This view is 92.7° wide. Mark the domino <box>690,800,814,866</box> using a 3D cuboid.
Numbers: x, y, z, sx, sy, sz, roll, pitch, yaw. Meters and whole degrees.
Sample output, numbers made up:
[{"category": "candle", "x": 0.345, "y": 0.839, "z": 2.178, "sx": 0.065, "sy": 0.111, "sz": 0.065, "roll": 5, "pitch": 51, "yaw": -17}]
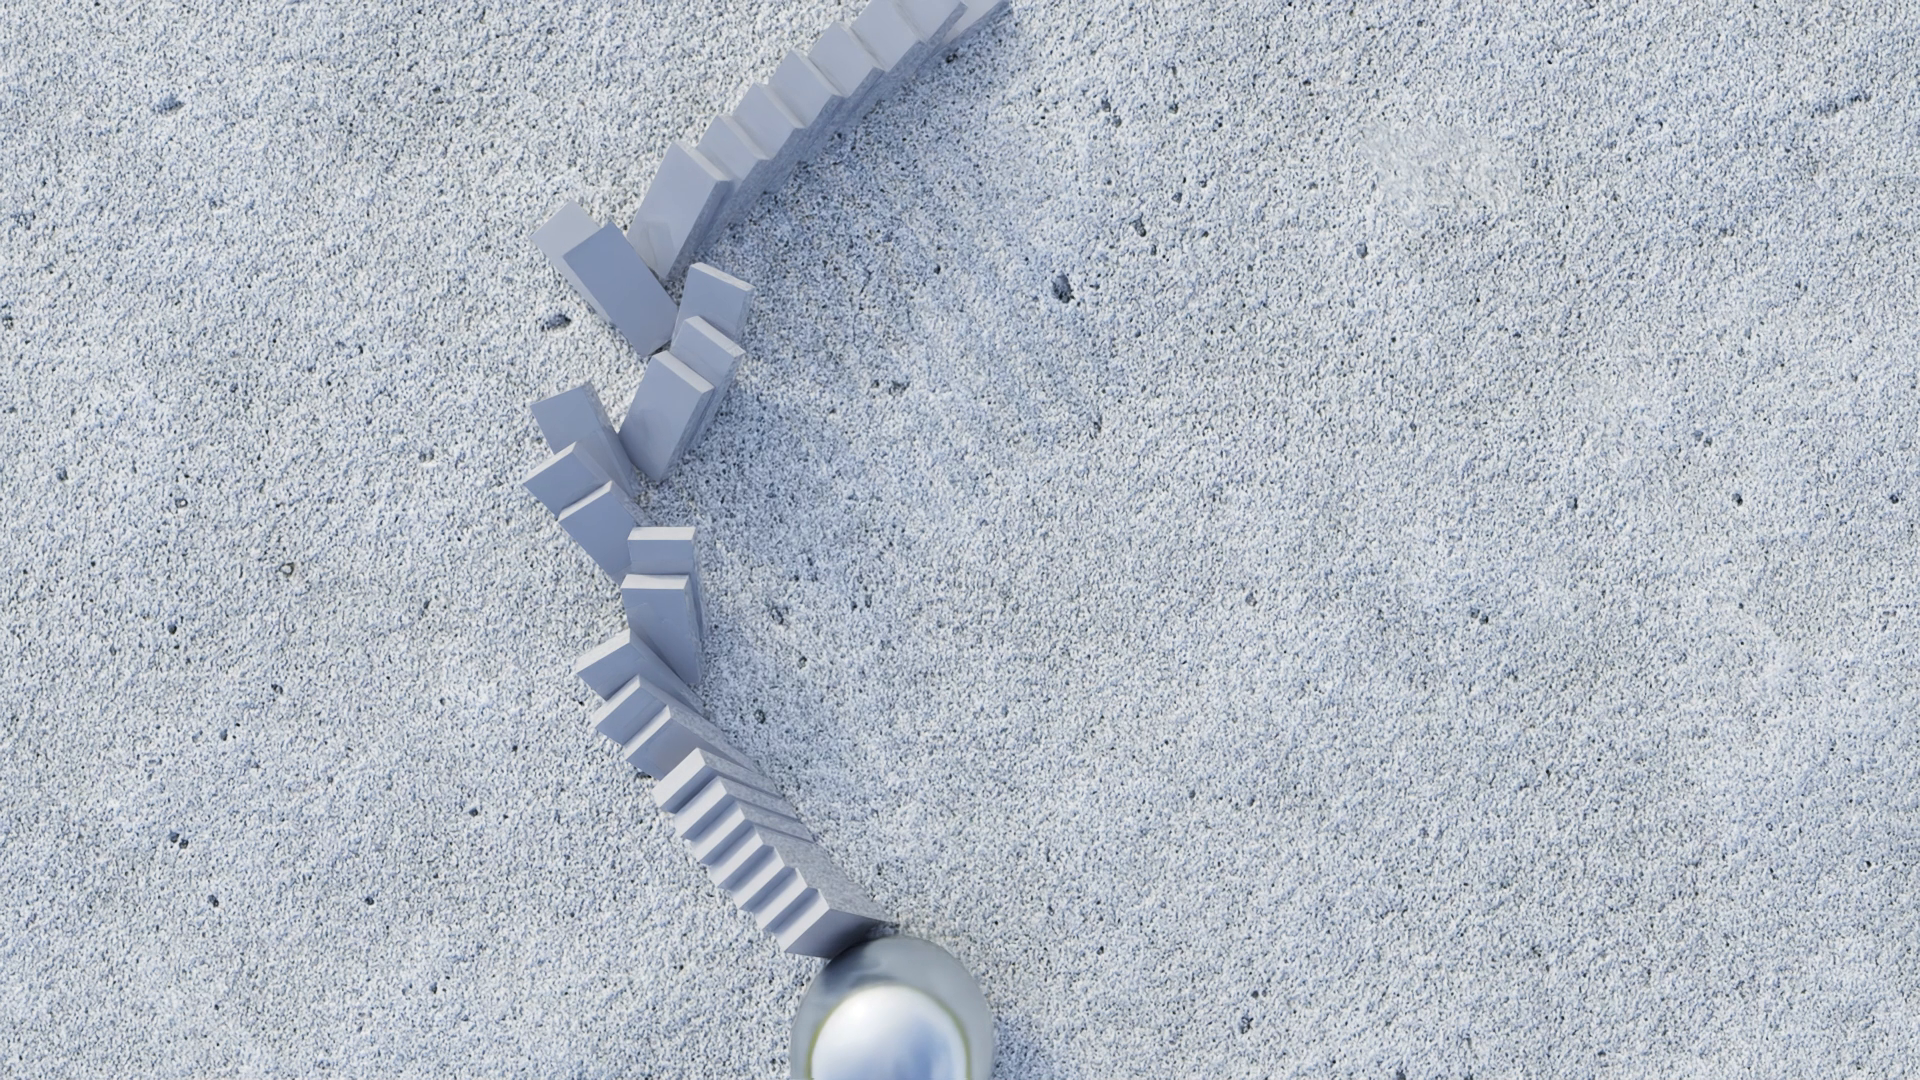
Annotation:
[{"category": "domino", "x": -0.085, "y": 0.125, "z": 0.377, "sx": 0.025, "sy": 0.050, "sz": 0.010, "roll": -43, "pitch": 53, "yaw": 0}]

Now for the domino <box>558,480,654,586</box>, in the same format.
[{"category": "domino", "x": -0.139, "y": 0.002, "z": 0.382, "sx": 0.025, "sy": 0.010, "sz": 0.050, "roll": -30, "pitch": 122, "yaw": 4}]

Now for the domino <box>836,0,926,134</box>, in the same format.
[{"category": "domino", "x": -0.041, "y": -0.199, "z": 0.384, "sx": 0.050, "sy": 0.009, "sz": 0.025, "roll": -37, "pitch": 91, "yaw": 27}]

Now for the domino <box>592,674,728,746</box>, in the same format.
[{"category": "domino", "x": -0.124, "y": 0.079, "z": 0.382, "sx": 0.025, "sy": 0.010, "sz": 0.050, "roll": -42, "pitch": 124, "yaw": 1}]

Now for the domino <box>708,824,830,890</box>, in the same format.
[{"category": "domino", "x": -0.077, "y": 0.134, "z": 0.377, "sx": 0.025, "sy": 0.050, "sz": 0.010, "roll": -43, "pitch": 53, "yaw": 0}]

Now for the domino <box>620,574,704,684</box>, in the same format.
[{"category": "domino", "x": -0.123, "y": 0.038, "z": 0.382, "sx": 0.025, "sy": 0.009, "sz": 0.050, "roll": 1, "pitch": 123, "yaw": -1}]

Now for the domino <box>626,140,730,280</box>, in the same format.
[{"category": "domino", "x": -0.119, "y": -0.137, "z": 0.383, "sx": 0.025, "sy": 0.009, "sz": 0.050, "roll": 42, "pitch": 119, "yaw": 3}]

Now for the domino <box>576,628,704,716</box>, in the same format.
[{"category": "domino", "x": -0.132, "y": 0.062, "z": 0.381, "sx": 0.025, "sy": 0.010, "sz": 0.050, "roll": -30, "pitch": 125, "yaw": 2}]

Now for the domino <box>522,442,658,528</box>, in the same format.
[{"category": "domino", "x": -0.153, "y": -0.014, "z": 0.381, "sx": 0.025, "sy": 0.009, "sz": 0.050, "roll": -30, "pitch": 122, "yaw": 8}]

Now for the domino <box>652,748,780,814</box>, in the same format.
[{"category": "domino", "x": -0.100, "y": 0.105, "z": 0.378, "sx": 0.025, "sy": 0.050, "sz": 0.009, "roll": -43, "pitch": 50, "yaw": 0}]

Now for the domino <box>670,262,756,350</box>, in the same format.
[{"category": "domino", "x": -0.105, "y": -0.087, "z": 0.384, "sx": 0.025, "sy": 0.009, "sz": 0.050, "roll": 24, "pitch": 118, "yaw": 0}]

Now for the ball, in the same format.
[{"category": "ball", "x": -0.026, "y": 0.199, "z": 0.360, "sx": 0.080, "sy": 0.080, "sz": 0.080, "roll": 0, "pitch": 90, "yaw": 0}]

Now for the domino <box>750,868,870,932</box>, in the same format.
[{"category": "domino", "x": -0.060, "y": 0.151, "z": 0.377, "sx": 0.025, "sy": 0.050, "sz": 0.009, "roll": -43, "pitch": 53, "yaw": 0}]

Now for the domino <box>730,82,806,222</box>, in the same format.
[{"category": "domino", "x": -0.089, "y": -0.162, "z": 0.384, "sx": 0.025, "sy": 0.010, "sz": 0.050, "roll": 48, "pitch": 119, "yaw": 0}]

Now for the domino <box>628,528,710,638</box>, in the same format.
[{"category": "domino", "x": -0.121, "y": 0.018, "z": 0.382, "sx": 0.025, "sy": 0.010, "sz": 0.050, "roll": 0, "pitch": 123, "yaw": -4}]

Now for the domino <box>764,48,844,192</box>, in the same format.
[{"category": "domino", "x": -0.074, "y": -0.175, "z": 0.384, "sx": 0.025, "sy": 0.010, "sz": 0.050, "roll": 48, "pitch": 119, "yaw": 0}]

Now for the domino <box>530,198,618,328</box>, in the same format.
[{"category": "domino", "x": -0.158, "y": -0.119, "z": 0.395, "sx": 0.025, "sy": 0.010, "sz": 0.050, "roll": -42, "pitch": 90, "yaw": 0}]

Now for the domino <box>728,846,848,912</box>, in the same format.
[{"category": "domino", "x": -0.069, "y": 0.143, "z": 0.377, "sx": 0.025, "sy": 0.050, "sz": 0.009, "roll": -43, "pitch": 53, "yaw": 0}]

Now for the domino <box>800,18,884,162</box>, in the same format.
[{"category": "domino", "x": -0.058, "y": -0.187, "z": 0.384, "sx": 0.050, "sy": 0.009, "sz": 0.025, "roll": -39, "pitch": 90, "yaw": 28}]

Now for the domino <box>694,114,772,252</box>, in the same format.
[{"category": "domino", "x": -0.104, "y": -0.149, "z": 0.384, "sx": 0.025, "sy": 0.009, "sz": 0.050, "roll": 48, "pitch": 119, "yaw": 0}]

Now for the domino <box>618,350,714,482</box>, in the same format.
[{"category": "domino", "x": -0.125, "y": -0.051, "z": 0.383, "sx": 0.025, "sy": 0.010, "sz": 0.050, "roll": 37, "pitch": 120, "yaw": 0}]

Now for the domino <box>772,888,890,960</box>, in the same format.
[{"category": "domino", "x": -0.052, "y": 0.159, "z": 0.377, "sx": 0.025, "sy": 0.050, "sz": 0.009, "roll": -43, "pitch": 53, "yaw": 0}]

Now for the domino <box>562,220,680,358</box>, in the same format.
[{"category": "domino", "x": -0.139, "y": -0.105, "z": 0.384, "sx": 0.025, "sy": 0.009, "sz": 0.050, "roll": -36, "pitch": 115, "yaw": -3}]

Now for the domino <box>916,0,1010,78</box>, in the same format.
[{"category": "domino", "x": -0.006, "y": -0.227, "z": 0.395, "sx": 0.050, "sy": 0.009, "sz": 0.025, "roll": -39, "pitch": 90, "yaw": 0}]

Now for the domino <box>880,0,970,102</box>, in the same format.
[{"category": "domino", "x": -0.023, "y": -0.213, "z": 0.384, "sx": 0.050, "sy": 0.009, "sz": 0.025, "roll": -39, "pitch": 90, "yaw": 27}]

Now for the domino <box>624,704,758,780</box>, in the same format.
[{"category": "domino", "x": -0.112, "y": 0.092, "z": 0.382, "sx": 0.025, "sy": 0.010, "sz": 0.050, "roll": -43, "pitch": 124, "yaw": 0}]

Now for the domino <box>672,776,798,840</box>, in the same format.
[{"category": "domino", "x": -0.092, "y": 0.115, "z": 0.377, "sx": 0.025, "sy": 0.050, "sz": 0.009, "roll": -43, "pitch": 53, "yaw": 0}]

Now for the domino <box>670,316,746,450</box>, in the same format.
[{"category": "domino", "x": -0.112, "y": -0.065, "z": 0.384, "sx": 0.025, "sy": 0.009, "sz": 0.050, "roll": 37, "pitch": 120, "yaw": 0}]

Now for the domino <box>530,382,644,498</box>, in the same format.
[{"category": "domino", "x": -0.157, "y": -0.038, "z": 0.386, "sx": 0.025, "sy": 0.010, "sz": 0.050, "roll": -18, "pitch": 108, "yaw": 10}]
